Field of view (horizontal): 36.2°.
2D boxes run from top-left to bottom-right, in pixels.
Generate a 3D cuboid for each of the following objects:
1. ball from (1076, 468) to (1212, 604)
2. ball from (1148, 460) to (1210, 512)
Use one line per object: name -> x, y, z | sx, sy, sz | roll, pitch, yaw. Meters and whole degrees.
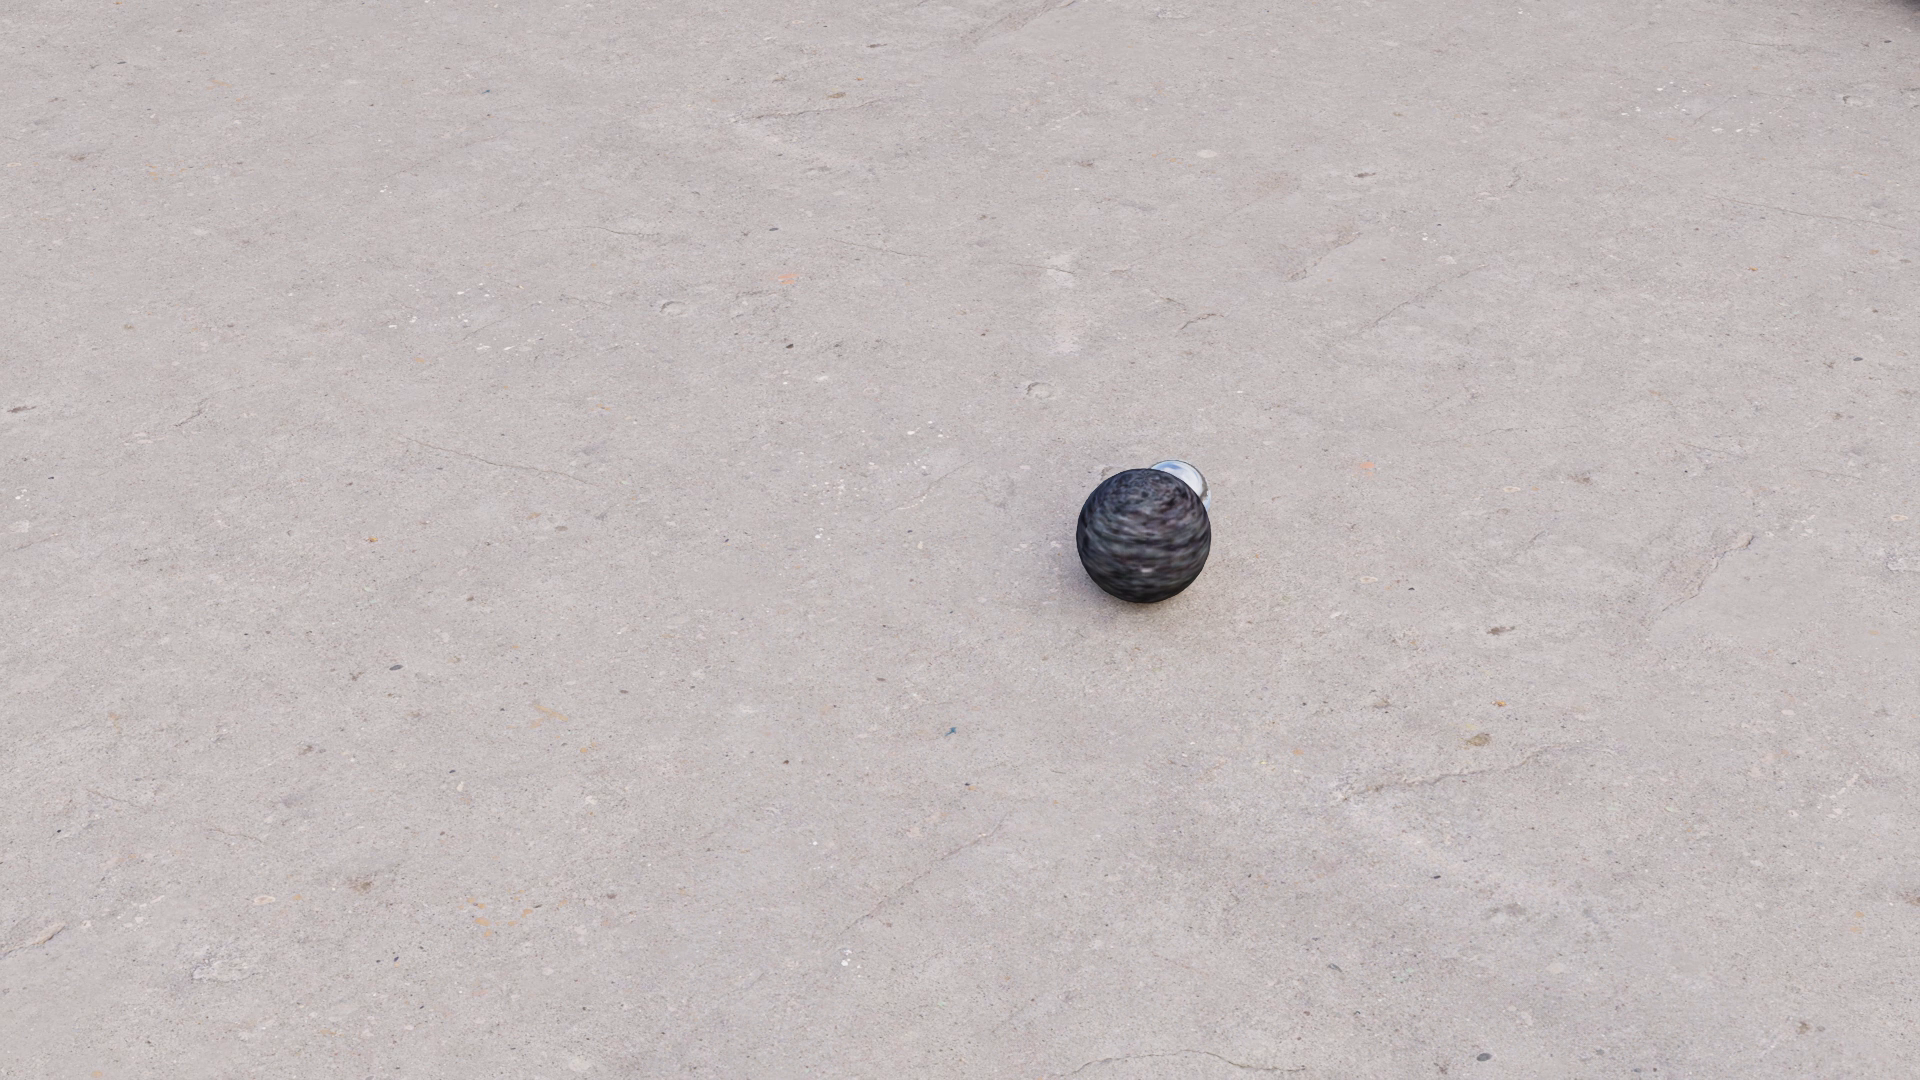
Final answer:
ball -> 0.107, -0.002, 1.707 | 0.079, 0.079, 0.079 | 0, 31, 0
ball -> 0.128, -0.026, 1.778 | 0.046, 0.046, 0.046 | 0, 31, 0
